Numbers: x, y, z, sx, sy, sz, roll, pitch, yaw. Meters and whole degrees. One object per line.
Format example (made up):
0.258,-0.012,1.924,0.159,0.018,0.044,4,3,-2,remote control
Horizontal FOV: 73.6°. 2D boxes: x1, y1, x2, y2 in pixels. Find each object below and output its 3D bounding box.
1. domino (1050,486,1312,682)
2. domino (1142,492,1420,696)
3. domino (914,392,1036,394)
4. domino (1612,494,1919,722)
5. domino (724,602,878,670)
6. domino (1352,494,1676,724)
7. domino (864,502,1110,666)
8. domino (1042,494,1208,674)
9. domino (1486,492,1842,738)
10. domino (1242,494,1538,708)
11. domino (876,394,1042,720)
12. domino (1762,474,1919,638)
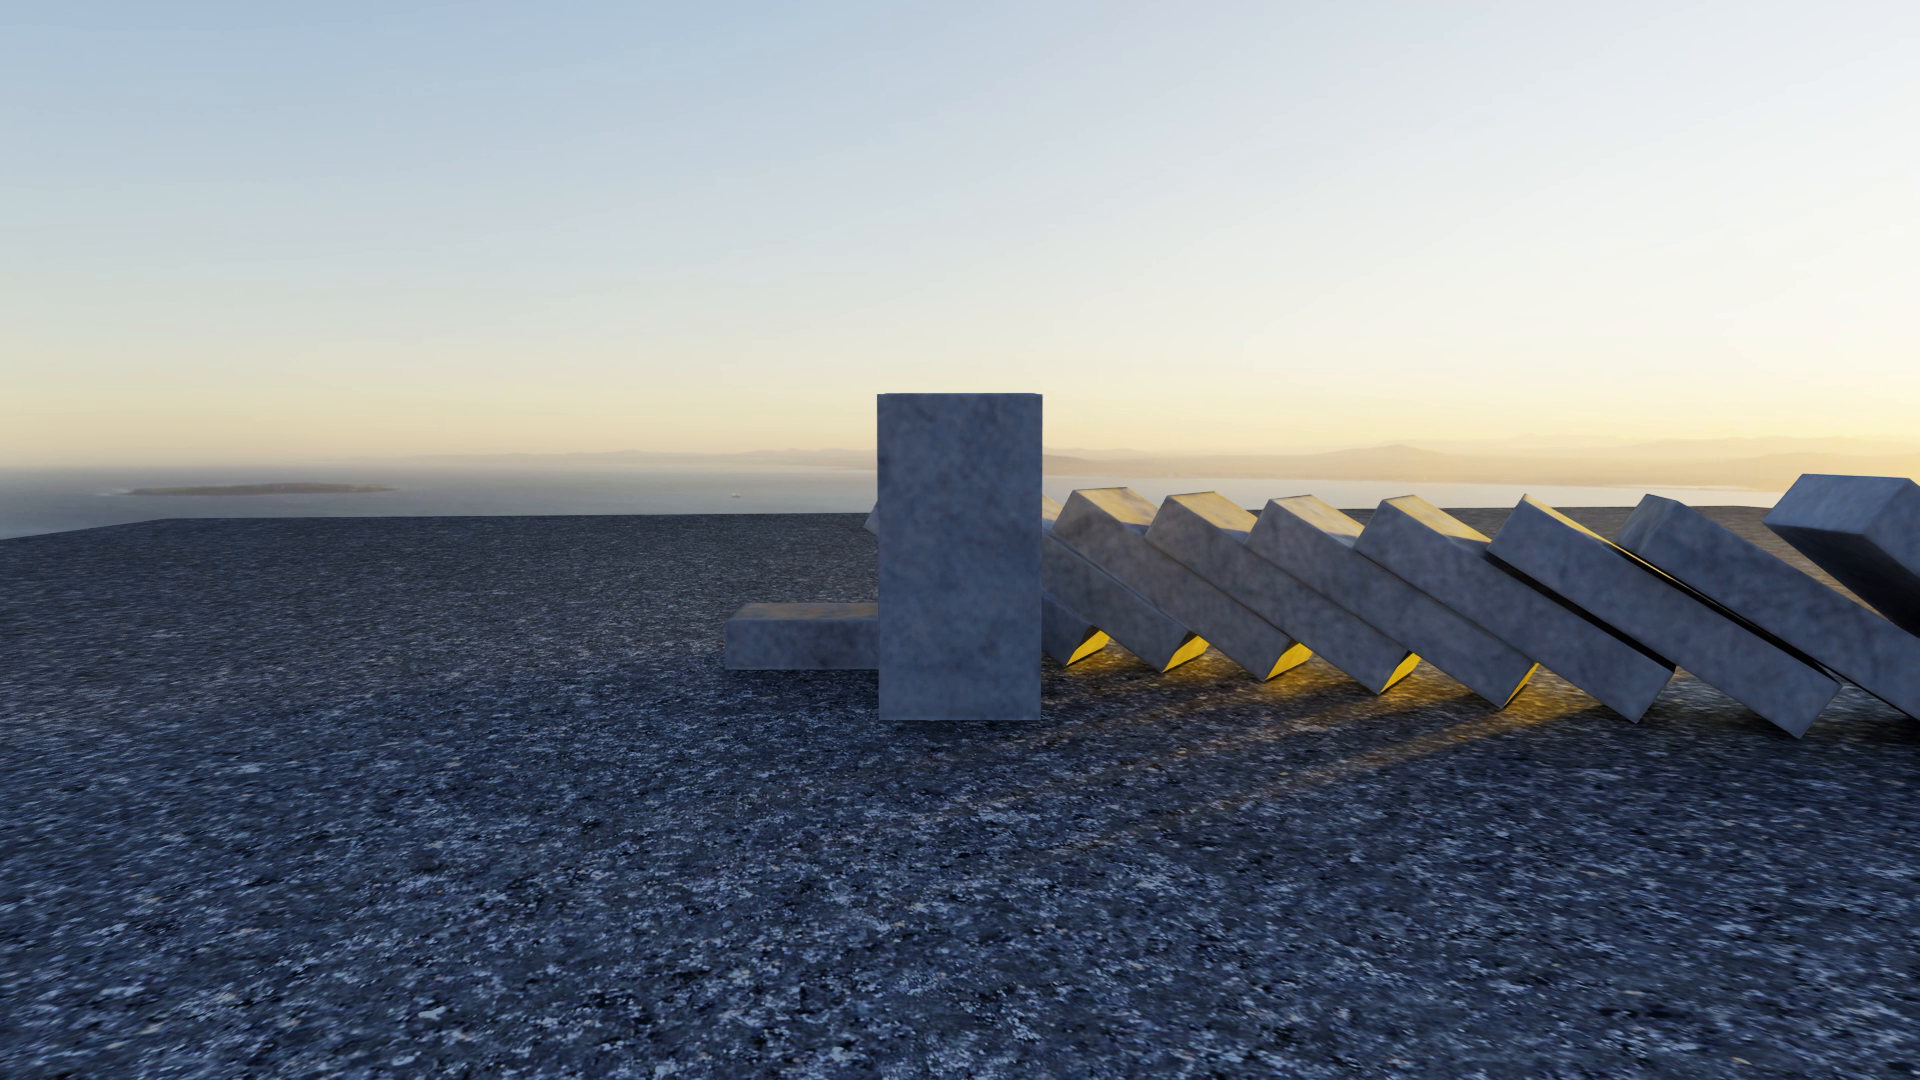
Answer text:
0.044,0.007,0.248,0.050,0.010,0.025,36,21,25,domino
0.061,0.008,0.237,0.050,0.009,0.025,36,21,24,domino
0.000,0.001,0.214,0.025,0.050,0.009,0,17,2,domino
0.126,0.011,0.194,0.050,0.009,0.025,34,14,13,domino
-0.020,0.019,0.255,0.050,0.009,0.025,0,4,-1,domino
0.093,0.010,0.214,0.050,0.009,0.025,36,21,24,domino
0.007,0.006,0.261,0.050,0.009,0.025,34,16,18,domino
0.026,0.007,0.255,0.050,0.009,0.025,35,18,21,domino
0.109,0.010,0.203,0.050,0.010,0.025,35,17,19,domino
0.077,0.009,0.226,0.050,0.010,0.025,35,21,25,domino
0.000,0.002,0.200,0.025,0.050,0.009,0,6,0,domino
0.145,0.010,0.184,0.050,0.010,0.025,38,6,1,domino
